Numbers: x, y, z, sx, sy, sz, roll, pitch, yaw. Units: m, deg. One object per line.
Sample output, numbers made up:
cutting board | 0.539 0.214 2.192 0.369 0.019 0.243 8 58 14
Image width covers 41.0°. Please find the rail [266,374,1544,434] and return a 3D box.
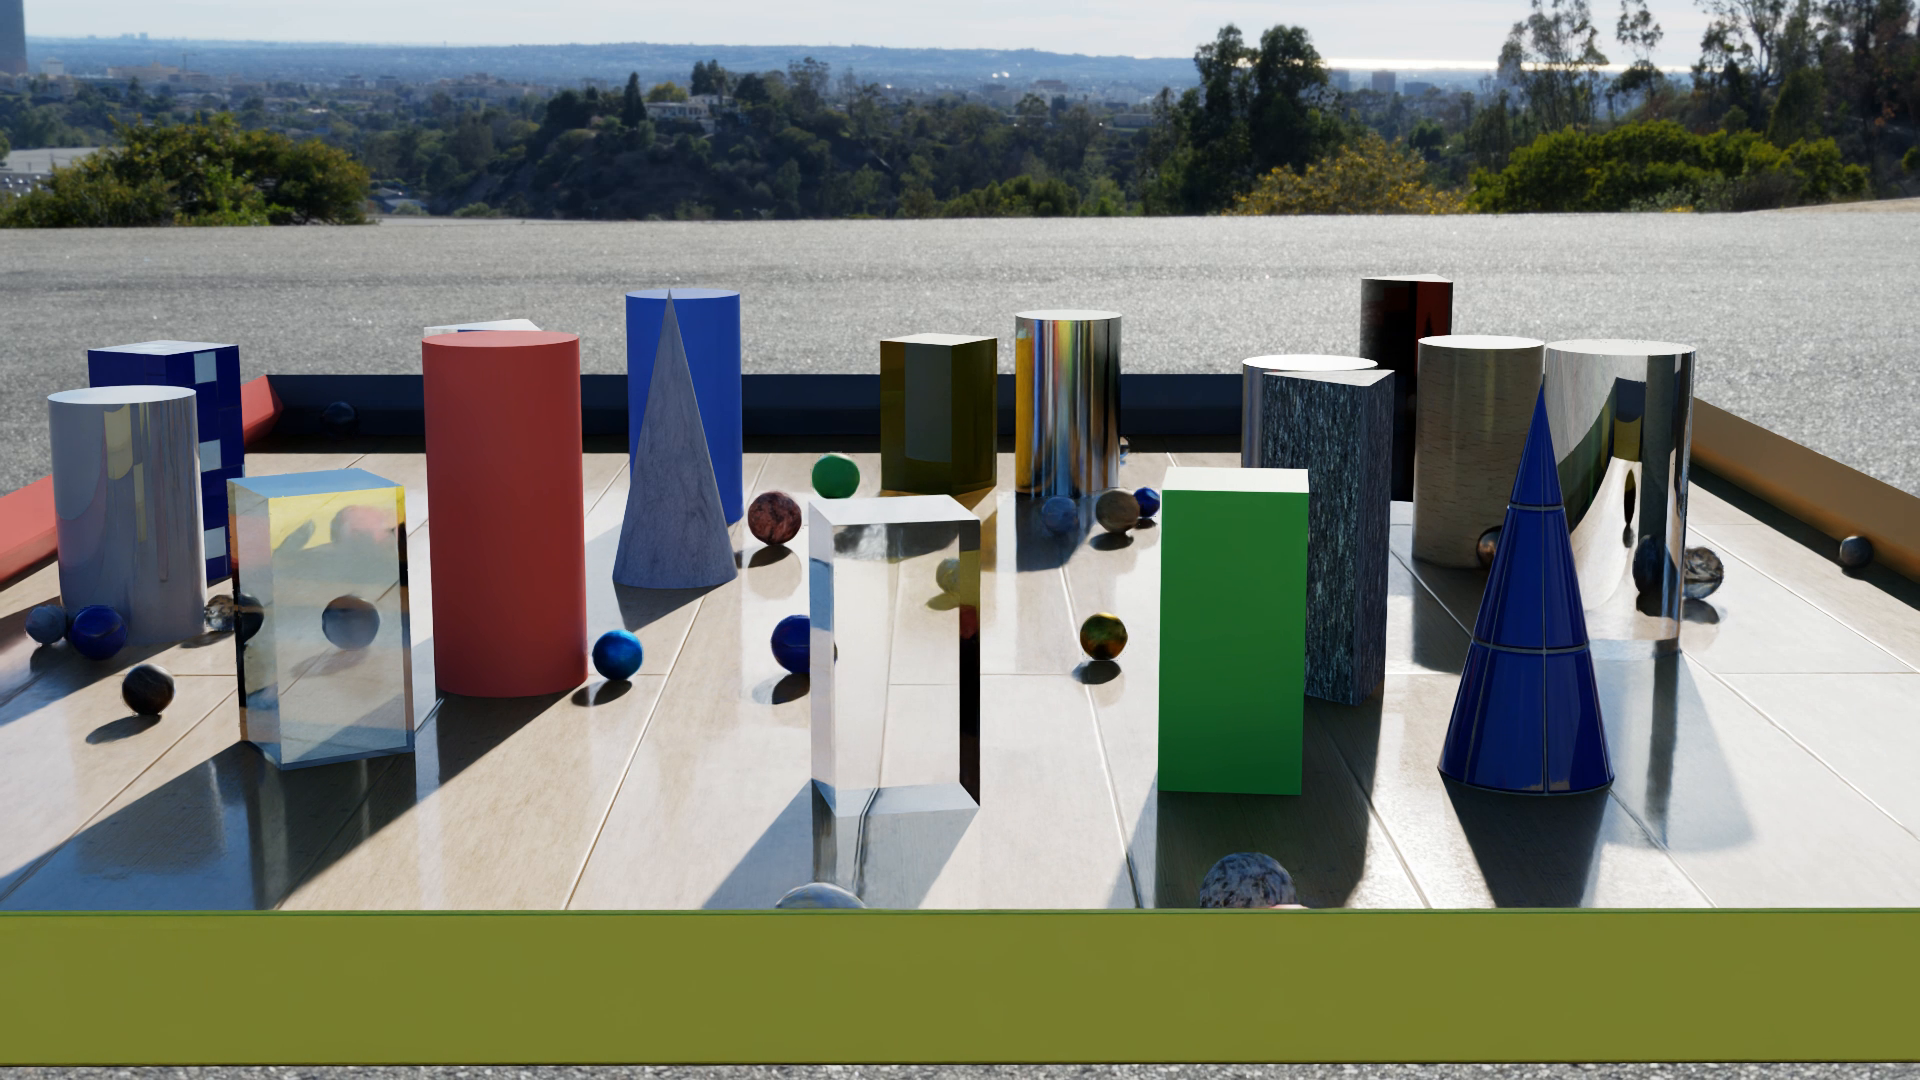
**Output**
rail | -0.009 -0.262 5.006 2.698 0.117 0.045 0 11 0

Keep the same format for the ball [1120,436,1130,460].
ball | 0.289 -0.170 4.713 0.046 0.046 0.046 0 11 0

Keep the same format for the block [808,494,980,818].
block | -0.066 0.112 2.554 0.144 0.289 0.144 -2 11 -13

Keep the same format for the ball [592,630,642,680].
ball | -0.406 0.137 3.041 0.059 0.059 0.059 0 11 0

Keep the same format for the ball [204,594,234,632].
ball | -0.948 0.094 3.303 0.048 0.048 0.048 0 11 0

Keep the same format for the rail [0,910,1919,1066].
rail | 0.009 0.322 1.894 2.698 0.117 0.045 0 11 0

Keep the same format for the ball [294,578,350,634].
ball | -0.818 0.085 3.288 0.070 0.070 0.070 0 11 0

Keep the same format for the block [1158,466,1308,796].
block | 0.279 0.090 2.620 0.144 0.308 0.144 1 11 7

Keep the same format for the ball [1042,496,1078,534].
ball | 0.155 -0.039 3.983 0.058 0.058 0.058 0 11 0

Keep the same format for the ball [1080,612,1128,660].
ball | 0.176 0.118 3.142 0.059 0.059 0.059 0 11 0

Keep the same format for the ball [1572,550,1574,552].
ball | 0.819 0.020 3.602 0.083 0.083 0.083 0 11 0

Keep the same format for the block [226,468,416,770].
block | -0.680 0.080 2.729 0.144 0.286 0.144 -7 13 -32

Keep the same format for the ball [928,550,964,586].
ball | -0.020 0.039 3.583 0.052 0.052 0.052 0 11 0

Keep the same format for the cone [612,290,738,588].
cone | -0.406 -0.151 3.622 0.180 0.411 0.180 0 11 0

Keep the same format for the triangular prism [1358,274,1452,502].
triangular prism | 0.765 -0.257 4.303 0.156 0.368 0.135 6 12 29

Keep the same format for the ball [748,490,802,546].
ball | -0.280 -0.033 3.885 0.083 0.083 0.083 0 11 0

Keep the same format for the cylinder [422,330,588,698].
cylinder | -0.533 -0.034 3.014 0.180 0.406 0.180 0 11 0

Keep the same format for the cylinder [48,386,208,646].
cylinder | -1.062 -0.034 3.280 0.180 0.307 0.180 0 11 0

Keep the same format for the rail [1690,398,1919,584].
rail | 1.326 0.029 3.457 0.045 0.117 3.214 0 11 0

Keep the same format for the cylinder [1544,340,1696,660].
cylinder | 0.815 -0.054 3.202 0.180 0.375 0.180 0 11 0

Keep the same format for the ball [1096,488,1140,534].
ball | 0.245 -0.046 3.986 0.069 0.069 0.069 0 11 0

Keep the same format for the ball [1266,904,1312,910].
ball | 0.256 0.323 1.994 0.080 0.080 0.080 0 11 0

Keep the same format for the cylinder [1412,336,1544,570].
cylinder | 0.759 -0.131 3.765 0.180 0.320 0.180 0 11 0

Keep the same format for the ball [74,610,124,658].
ball | -1.056 0.115 3.145 0.059 0.059 0.059 0 11 0

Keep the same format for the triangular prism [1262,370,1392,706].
triangular prism | 0.453 -0.010 2.992 0.135 0.367 0.156 -9 14 -39

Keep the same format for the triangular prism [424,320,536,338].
triangular prism | -0.581 -0.081 3.297 0.156 0.394 0.135 3 11 13

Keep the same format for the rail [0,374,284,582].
rail | -1.326 0.031 3.442 0.045 0.117 3.214 0 11 0

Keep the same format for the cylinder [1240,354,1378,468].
cylinder | 0.472 -0.081 3.488 0.180 0.323 0.180 0 11 0

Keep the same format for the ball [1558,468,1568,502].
ball | 0.933 -0.082 4.126 0.090 0.090 0.090 0 11 0

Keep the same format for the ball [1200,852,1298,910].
ball | 0.239 0.298 2.125 0.080 0.080 0.080 0 11 0

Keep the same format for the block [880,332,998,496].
block | -0.036 -0.216 4.391 0.144 0.256 0.144 7 13 32

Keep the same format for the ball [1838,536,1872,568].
ball | 1.297 0.017 3.716 0.047 0.047 0.047 0 11 0

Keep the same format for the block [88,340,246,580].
block | -1.121 -0.111 3.641 0.144 0.326 0.144 5 12 27

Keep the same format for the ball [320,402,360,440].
ball | -1.196 -0.229 4.949 0.076 0.076 0.076 0 11 0

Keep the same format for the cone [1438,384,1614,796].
cone | 0.585 0.041 2.619 0.180 0.404 0.180 0 11 0

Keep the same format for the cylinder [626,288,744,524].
cylinder | -0.439 -0.213 4.094 0.180 0.360 0.180 0 11 0

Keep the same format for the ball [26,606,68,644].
ball | -1.149 0.107 3.230 0.049 0.049 0.049 0 11 0

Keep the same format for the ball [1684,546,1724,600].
ball | 1.002 0.044 3.495 0.074 0.074 0.074 0 11 0

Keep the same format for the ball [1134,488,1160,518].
ball | 0.298 -0.060 4.117 0.049 0.049 0.049 0 11 0

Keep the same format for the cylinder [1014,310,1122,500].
cylinder | 0.183 -0.233 4.357 0.180 0.300 0.180 0 11 0

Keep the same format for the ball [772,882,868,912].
ball | -0.111 0.314 2.028 0.086 0.086 0.086 0 11 0

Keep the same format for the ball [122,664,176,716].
ball | -0.911 0.168 2.881 0.058 0.058 0.058 0 11 0

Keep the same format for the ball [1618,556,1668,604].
ball | 0.926 0.055 3.478 0.065 0.065 0.065 0 11 0

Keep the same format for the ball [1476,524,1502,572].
ball | 0.774 0.014 3.666 0.071 0.071 0.071 0 11 0

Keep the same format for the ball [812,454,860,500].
ball | -0.206 -0.104 4.267 0.081 0.081 0.081 0 11 0

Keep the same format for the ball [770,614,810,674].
ball | -0.191 0.124 3.076 0.072 0.072 0.072 0 11 0
